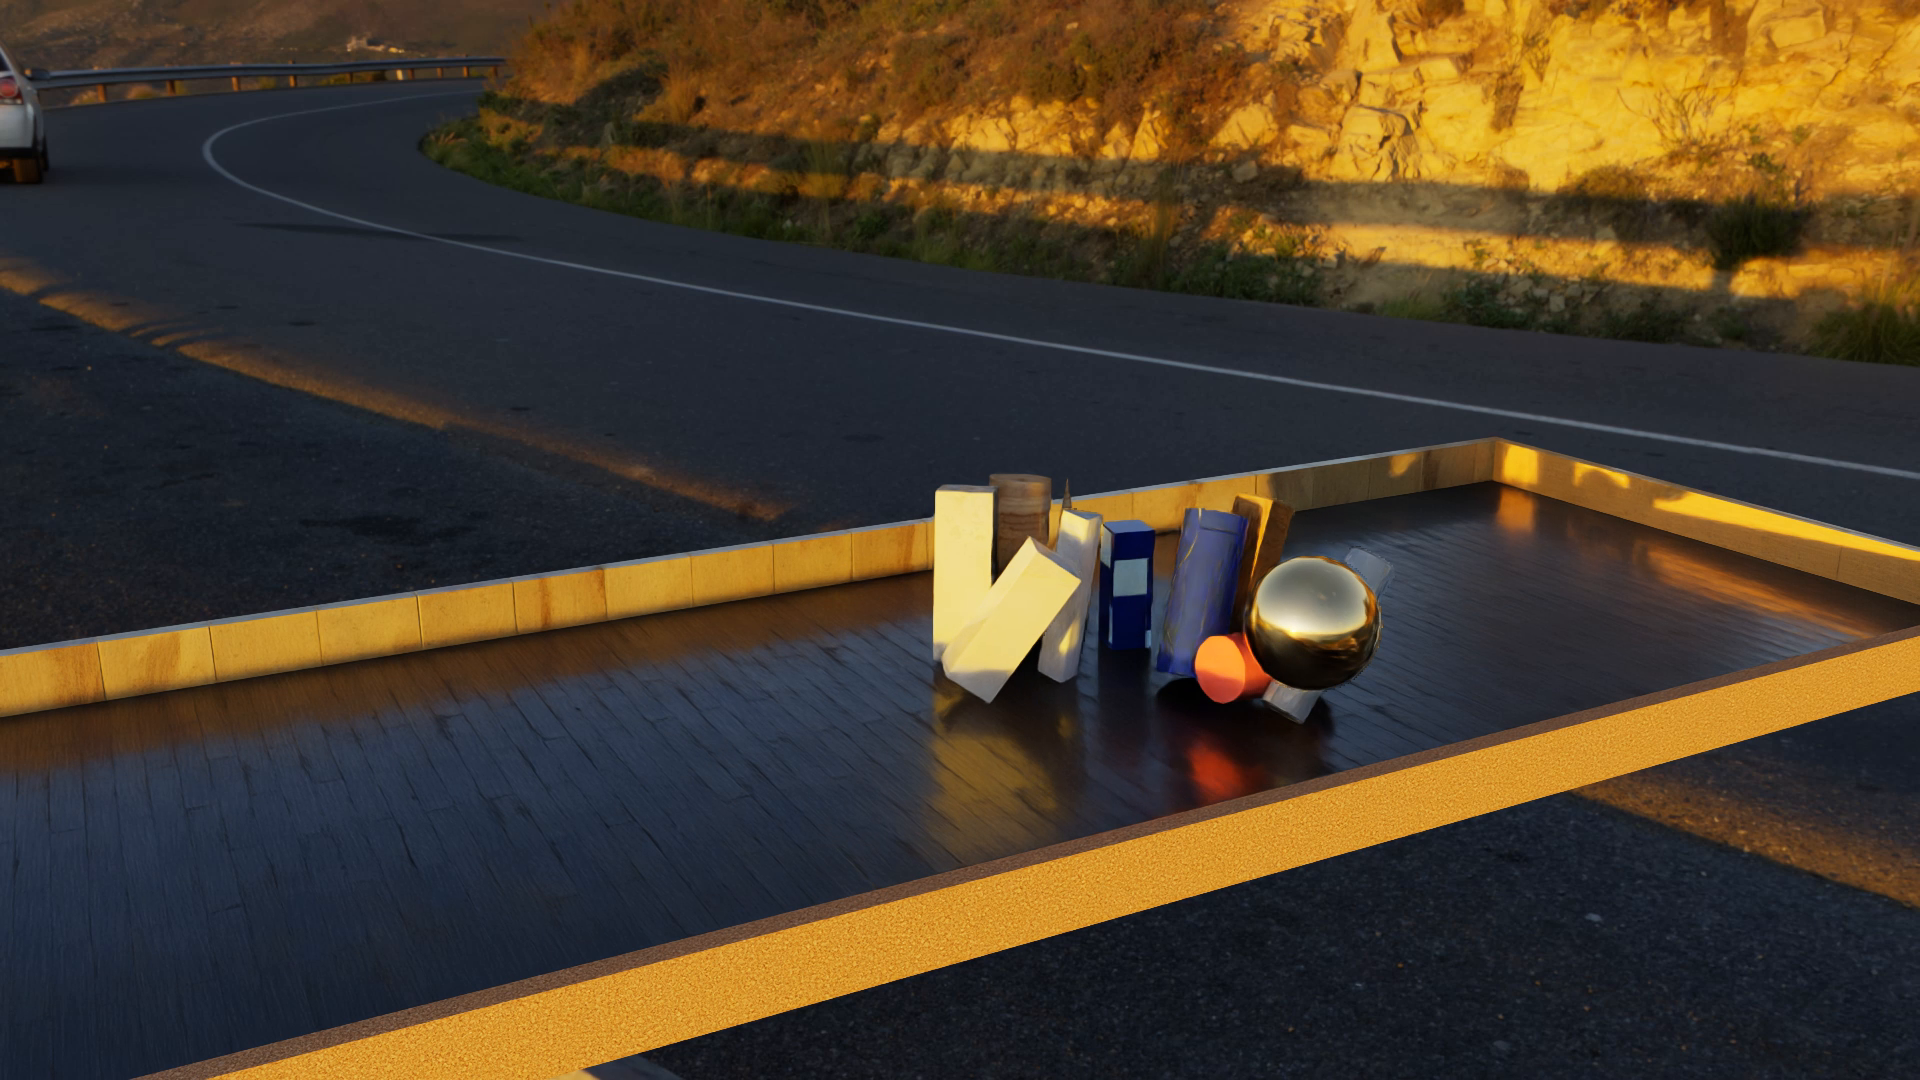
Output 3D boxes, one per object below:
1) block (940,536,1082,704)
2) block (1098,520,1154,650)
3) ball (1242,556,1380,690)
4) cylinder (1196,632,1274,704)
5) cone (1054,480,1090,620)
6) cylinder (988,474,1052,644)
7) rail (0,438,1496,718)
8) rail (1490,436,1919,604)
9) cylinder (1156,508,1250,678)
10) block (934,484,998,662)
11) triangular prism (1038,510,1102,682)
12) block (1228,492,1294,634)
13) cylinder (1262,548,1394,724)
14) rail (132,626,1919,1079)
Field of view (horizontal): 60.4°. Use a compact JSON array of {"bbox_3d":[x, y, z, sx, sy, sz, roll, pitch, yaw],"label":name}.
[{"bbox_3d":[0.121,0.194,4.012,0.131,0.378,0.131,33,11,-14],"label":"block"},{"bbox_3d":[0.440,0.119,4.378,0.109,0.323,0.109,-4,17,-14],"label":"block"},{"bbox_3d":[0.784,0.185,3.685,0.301,0.301,0.301,0,16,0],"label":"ball"},{"bbox_3d":[0.743,0.297,3.988,0.329,0.161,0.161,-3,15,-37],"label":"cylinder"},{"bbox_3d":[0.295,0.021,4.575,0.138,0.399,0.138,0,16,0],"label":"cone"},{"bbox_3d":[0.148,0.050,4.382,0.166,0.435,0.166,3,10,-1],"label":"cylinder"},{"bbox_3d":[-3.305,0.497,3.399,12.000,0.150,0.050,-9,18,-27],"label":"rail"},{"bbox_3d":[2.466,-0.048,5.253,0.050,0.150,2.100,-9,18,-27],"label":"rail"},{"bbox_3d":[0.603,0.138,4.104,0.161,0.412,0.161,11,-3,1],"label":"cylinder"},{"bbox_3d":[0.016,0.085,4.257,0.146,0.439,0.146,2,9,7],"label":"block"},{"bbox_3d":[0.264,0.137,4.117,0.087,0.419,0.100,14,14,24],"label":"triangular prism"},{"bbox_3d":[0.719,0.110,4.192,0.108,0.436,0.108,15,0,42],"label":"block"},{"bbox_3d":[0.863,0.226,3.873,0.111,0.419,0.111,32,-6,4],"label":"cylinder"},{"bbox_3d":[-2.336,1.006,1.665,12.000,0.150,0.050,-9,18,-27],"label":"rail"}]
